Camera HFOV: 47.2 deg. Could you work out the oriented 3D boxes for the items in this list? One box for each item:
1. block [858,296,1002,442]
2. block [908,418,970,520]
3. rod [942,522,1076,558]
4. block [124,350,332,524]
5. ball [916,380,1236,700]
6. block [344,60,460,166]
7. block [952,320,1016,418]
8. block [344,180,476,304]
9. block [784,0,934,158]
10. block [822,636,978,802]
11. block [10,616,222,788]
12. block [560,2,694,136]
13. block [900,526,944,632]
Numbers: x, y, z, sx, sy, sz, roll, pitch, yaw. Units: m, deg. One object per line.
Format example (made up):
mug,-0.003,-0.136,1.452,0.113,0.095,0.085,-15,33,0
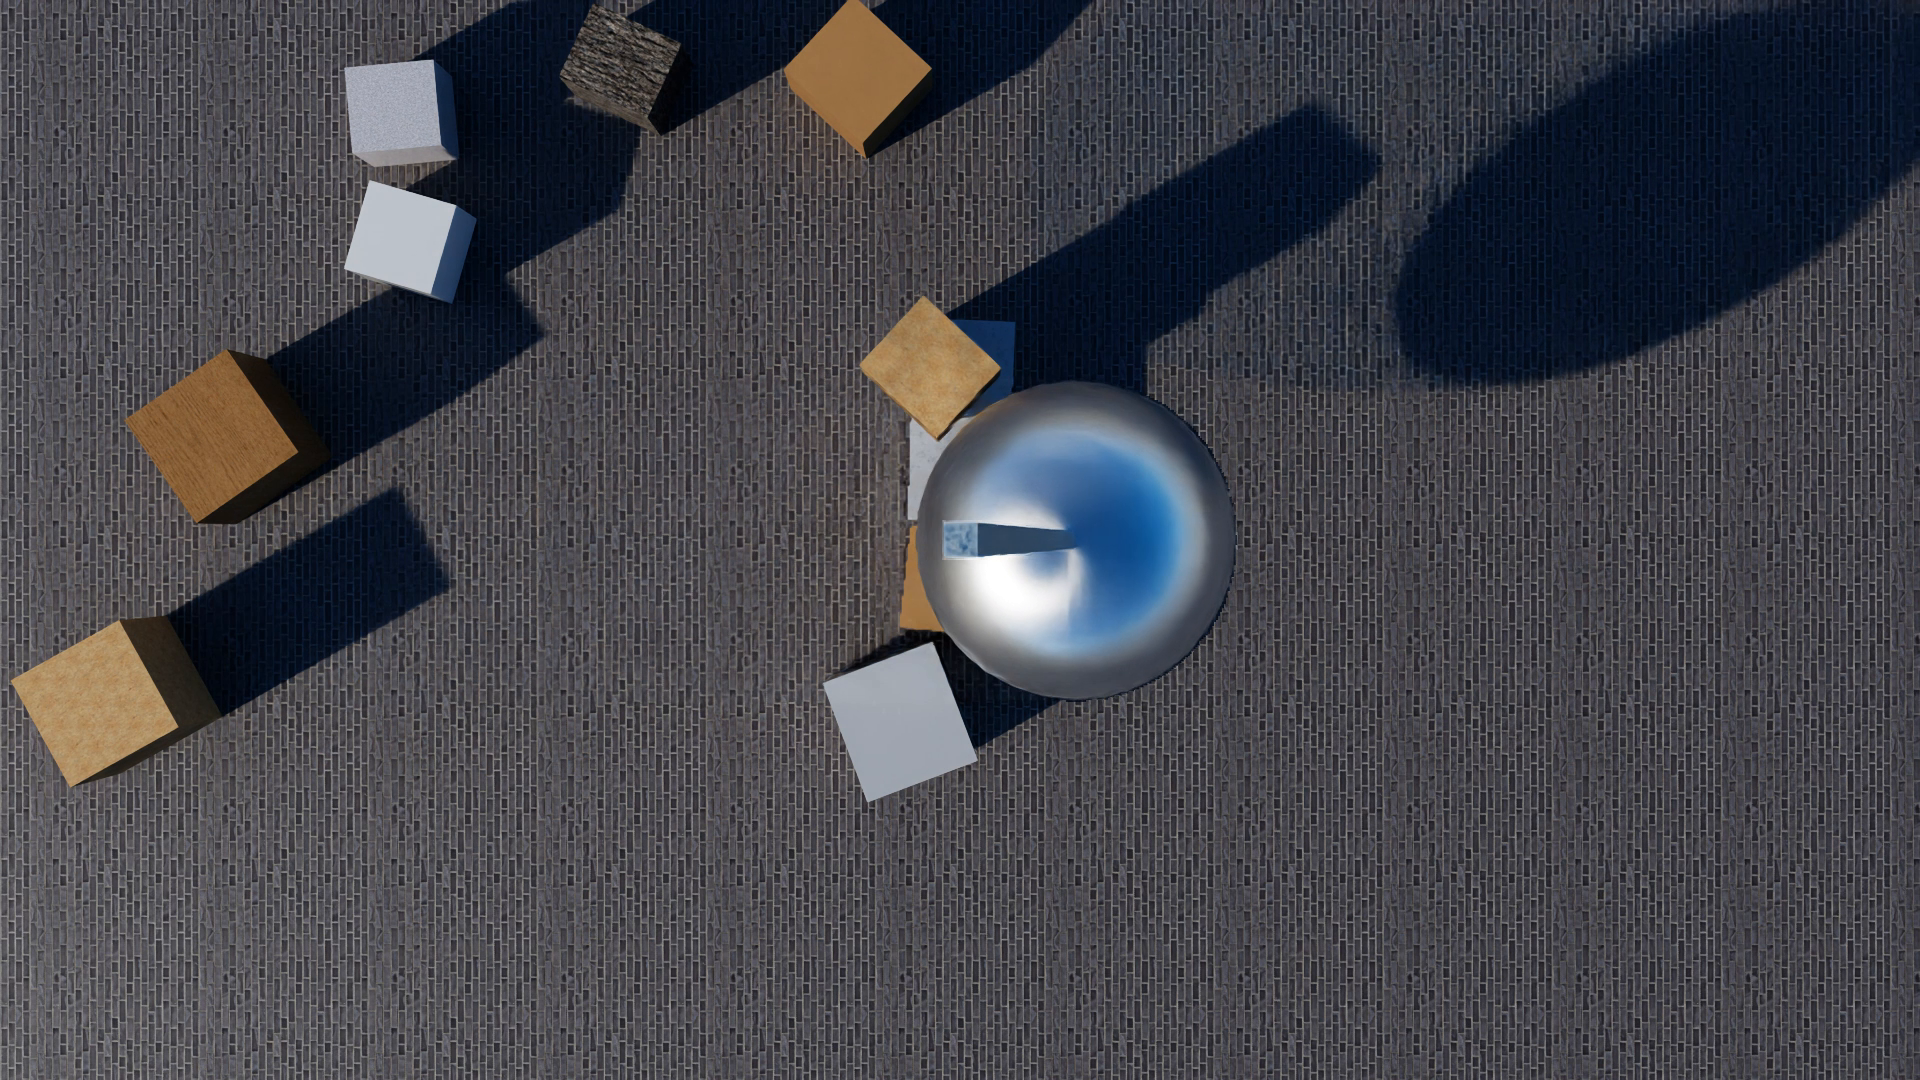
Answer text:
block,-0.159,-0.929,12.067,0.570,0.613,0.509,43,90,0
block,-0.028,-0.402,12.767,0.524,0.467,0.591,2,90,0
rod,0.249,0.000,7.646,0.080,5.200,0.080,0,90,5
block,-4.192,-0.582,12.657,0.698,0.685,0.704,-35,90,0
ball,0.575,0.000,11.030,1.600,1.600,1.600,0,90,0
block,-3.233,-2.472,12.768,0.508,0.465,0.490,-5,90,0
block,0.025,-0.971,12.687,0.552,0.626,0.535,2,90,0
block,-3.174,-1.718,12.733,0.511,0.533,0.523,16,90,0
block,-0.580,-2.670,12.734,0.612,0.532,0.579,43,90,0
block,-0.334,1.015,12.636,0.658,0.728,0.711,-21,90,0
block,-4.827,0.914,12.632,0.691,0.735,0.683,-29,90,0
block,-1.920,-2.713,12.714,0.553,0.573,0.462,25,90,0
block,-0.054,0.234,12.690,0.516,0.621,0.574,7,90,0
